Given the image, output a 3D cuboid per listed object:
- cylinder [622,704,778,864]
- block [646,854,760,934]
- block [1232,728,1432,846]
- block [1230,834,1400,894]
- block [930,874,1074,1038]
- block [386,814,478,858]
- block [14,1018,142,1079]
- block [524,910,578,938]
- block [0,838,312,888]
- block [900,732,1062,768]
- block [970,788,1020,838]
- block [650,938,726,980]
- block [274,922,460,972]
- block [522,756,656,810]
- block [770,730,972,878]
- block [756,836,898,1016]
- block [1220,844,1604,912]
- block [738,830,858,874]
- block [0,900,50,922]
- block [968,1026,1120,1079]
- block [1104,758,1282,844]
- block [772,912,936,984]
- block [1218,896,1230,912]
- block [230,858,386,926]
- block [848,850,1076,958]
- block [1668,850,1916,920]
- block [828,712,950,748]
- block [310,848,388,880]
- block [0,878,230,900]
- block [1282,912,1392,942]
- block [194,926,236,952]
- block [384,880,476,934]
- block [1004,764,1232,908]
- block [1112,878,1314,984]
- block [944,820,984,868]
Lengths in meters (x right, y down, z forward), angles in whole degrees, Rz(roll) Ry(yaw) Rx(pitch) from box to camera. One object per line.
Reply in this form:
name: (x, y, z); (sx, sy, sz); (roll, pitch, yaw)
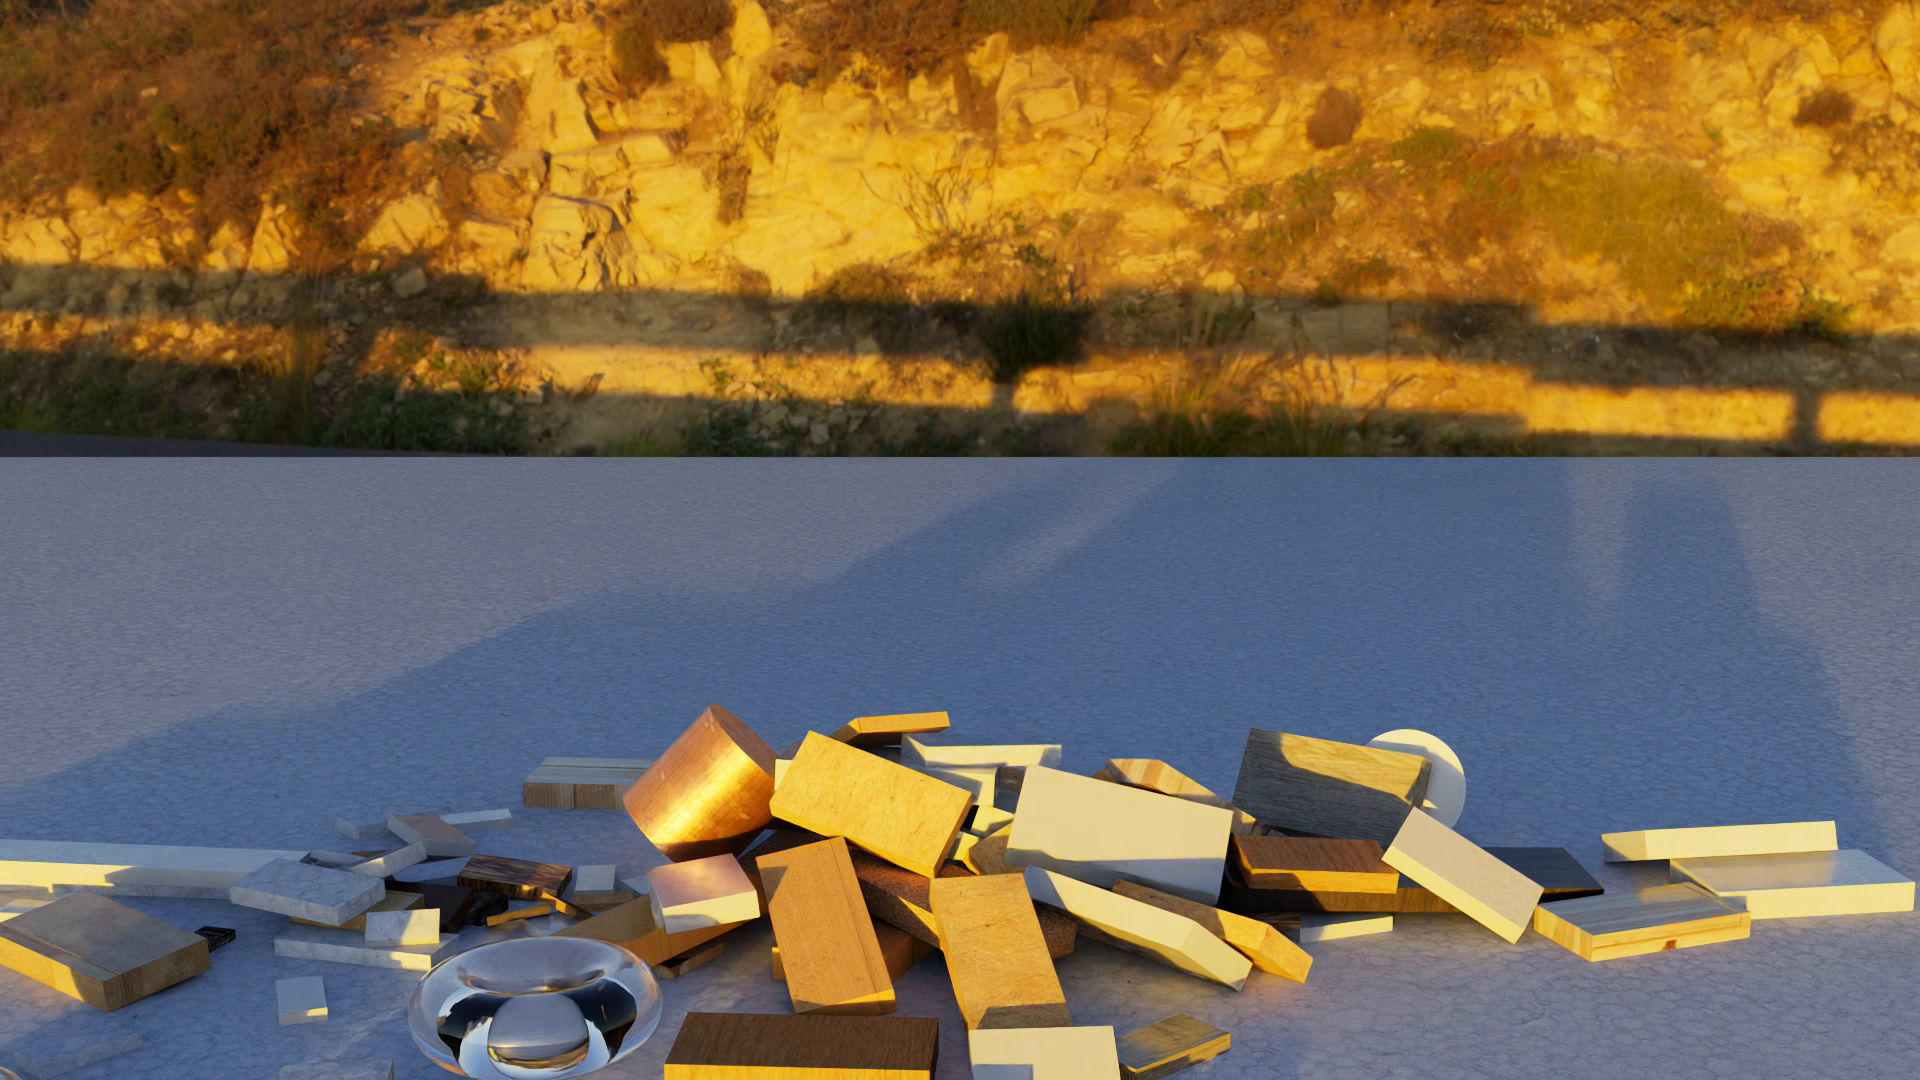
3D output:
cylinder: (-0.419, 0.428, 3.719); (0.213, 0.213, 0.213); (44, 3, -3)
block: (-0.401, 0.545, 3.404); (0.141, 0.040, 0.282); (-9, 6, -13)
block: (0.661, 0.449, 3.945); (0.340, 0.170, 0.048); (7, -16, 36)
block: (0.564, 0.516, 3.504); (0.239, 0.034, 0.120); (3, 18, -9)
block: (0.058, 0.610, 3.138); (0.139, 0.040, 0.376); (-2, 29, -11)
block: (-0.936, 0.523, 3.896); (0.092, 0.026, 0.184); (10, 3, -37)
block: (-1.212, 0.699, 3.025); (0.073, 0.021, 0.147); (8, 13, 38)
block: (-0.630, 0.618, 3.467); (0.066, 0.019, 0.131); (-7, 13, -34)
block: (-1.410, 0.543, 3.693); (0.625, 0.031, 0.109); (1, 11, 7)
block: (0.035, 0.349, 3.671); (0.239, 0.034, 0.120); (1, 6, -21)
block: (0.194, 0.500, 3.668); (0.357, 0.051, 0.179); (19, 5, -2)
block: (-0.425, 0.637, 3.366); (0.066, 0.019, 0.131); (6, 12, 31)
block: (-0.917, 0.626, 3.402); (0.267, 0.026, 0.093); (3, 11, 15)
block: (-0.444, 0.470, 4.185); (0.742, 0.048, 0.171); (1, 11, 5)
block: (-0.141, 0.420, 3.500); (0.287, 0.041, 0.144); (19, 59, 15)
block: (-0.204, 0.582, 3.275); (0.141, 0.040, 0.415); (-13, 26, -8)
block: (0.720, 0.550, 3.577); (0.634, 0.042, 0.149); (2, 18, -12)
block: (-0.245, 0.541, 3.803); (0.171, 0.048, 0.341); (4, 11, 18)
block: (-1.485, 0.602, 3.553); (0.125, 0.018, 0.063); (2, 11, 8)
block: (0.112, 0.694, 2.926); (0.194, 0.026, 0.092); (-1, 39, -4)
block: (0.389, 0.450, 3.651); (0.298, 0.042, 0.149); (33, -19, -24)
block: (-0.133, 0.611, 3.422); (0.174, 0.049, 0.348); (4, 11, 22)
block: (0.475, 0.581, 3.582); (0.122, 0.017, 0.061); (-1, 45, -6)
block: (-1.030, 0.555, 3.472); (0.219, 0.031, 0.109); (6, 18, 25)
block: (-0.024, 0.565, 3.410); (0.168, 0.048, 0.400); (-7, 18, -44)
block: (1.375, 0.570, 3.644); (0.340, 0.048, 0.170); (-2, 11, -8)
block: (-0.118, 0.321, 3.702); (0.184, 0.026, 0.092); (-1, -22, -37)
block: (-1.027, 0.553, 3.700); (0.125, 0.063, 0.018); (5, 48, 23)
block: (-1.537, 0.567, 3.721); (0.840, 0.026, 0.092); (1, 11, 6)
block: (0.596, 0.608, 3.508); (0.165, 0.023, 0.082); (-4, 11, -19)
block: (-1.184, 0.629, 3.419); (0.055, 0.016, 0.110); (3, 11, 18)
block: (-0.881, 0.588, 3.521); (0.185, 0.026, 0.093); (2, 29, 16)
block: (0.253, 0.471, 3.487); (0.337, 0.048, 0.168); (13, 46, 5)
block: (0.378, 0.592, 3.336); (0.287, 0.041, 0.144); (10, -22, 43)
block: (0.008, 0.499, 3.630); (0.357, 0.051, 0.179); (19, 0, 3)
